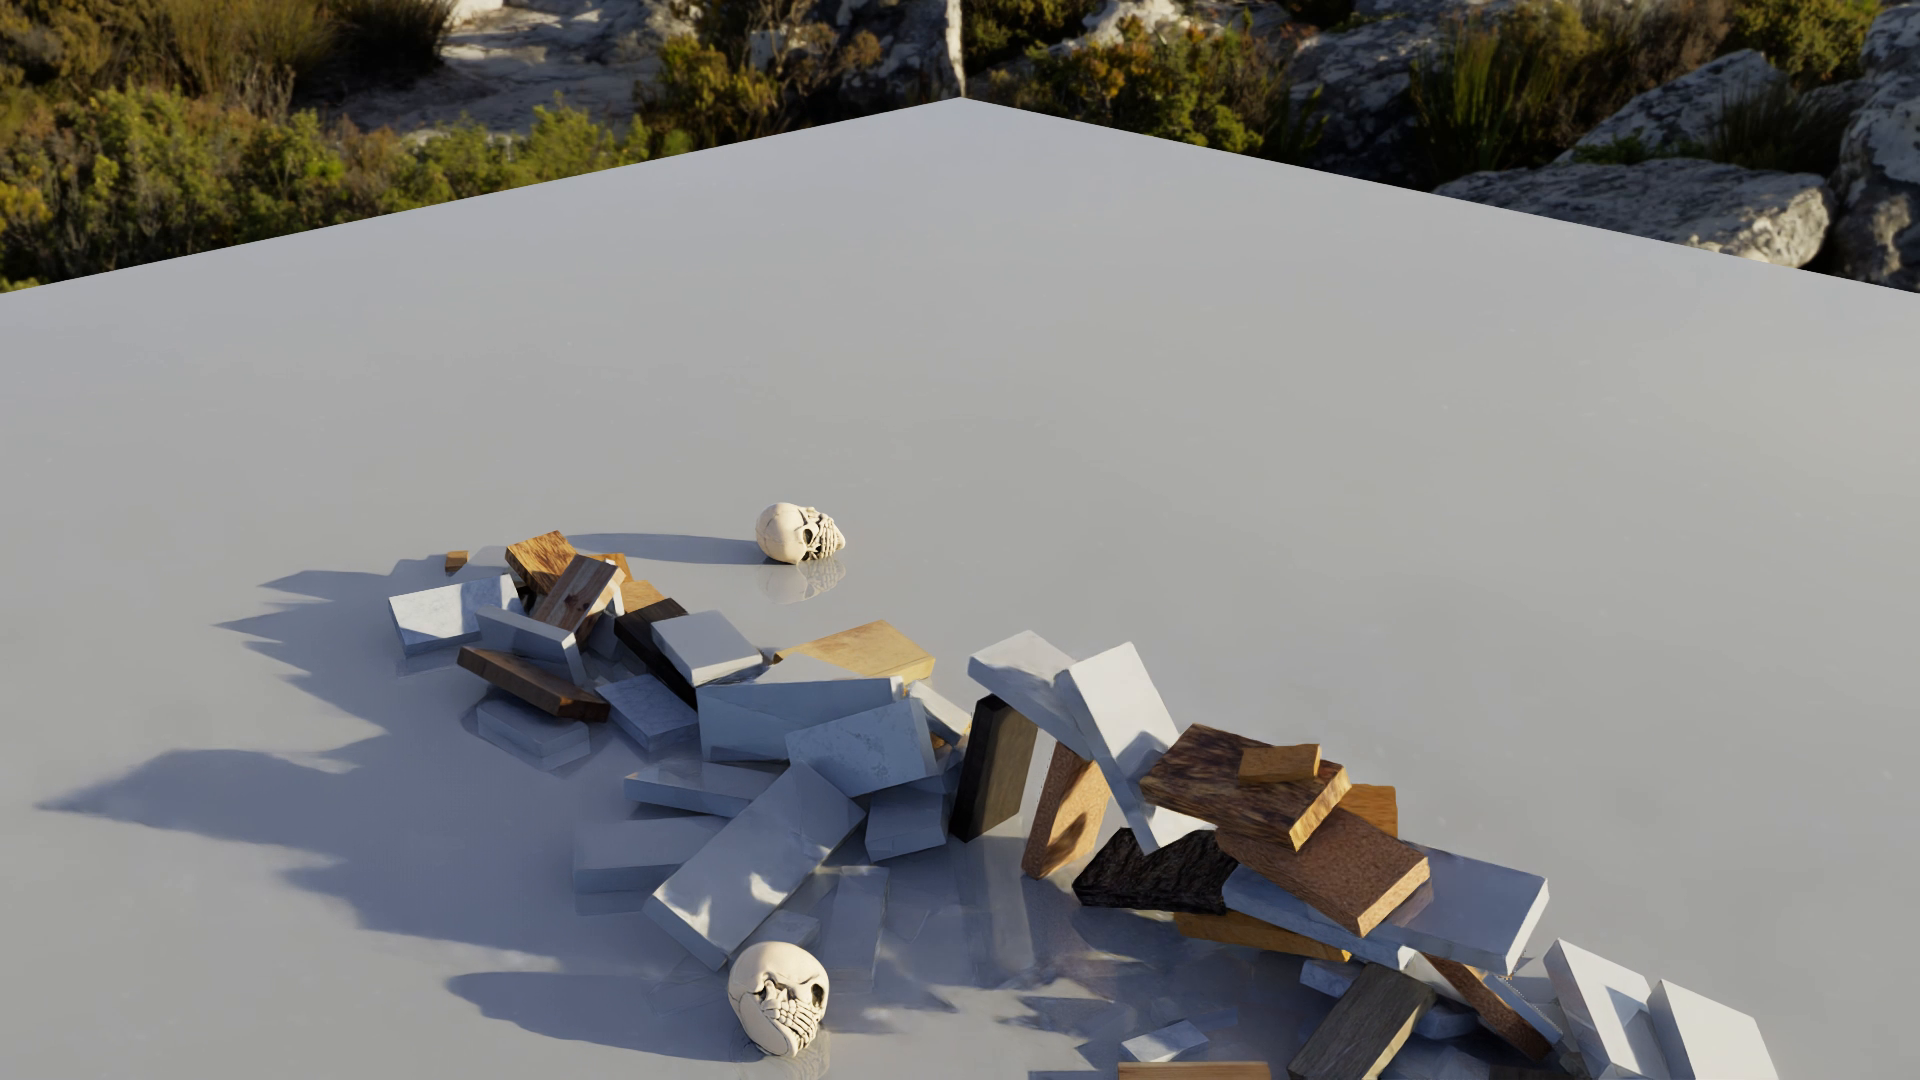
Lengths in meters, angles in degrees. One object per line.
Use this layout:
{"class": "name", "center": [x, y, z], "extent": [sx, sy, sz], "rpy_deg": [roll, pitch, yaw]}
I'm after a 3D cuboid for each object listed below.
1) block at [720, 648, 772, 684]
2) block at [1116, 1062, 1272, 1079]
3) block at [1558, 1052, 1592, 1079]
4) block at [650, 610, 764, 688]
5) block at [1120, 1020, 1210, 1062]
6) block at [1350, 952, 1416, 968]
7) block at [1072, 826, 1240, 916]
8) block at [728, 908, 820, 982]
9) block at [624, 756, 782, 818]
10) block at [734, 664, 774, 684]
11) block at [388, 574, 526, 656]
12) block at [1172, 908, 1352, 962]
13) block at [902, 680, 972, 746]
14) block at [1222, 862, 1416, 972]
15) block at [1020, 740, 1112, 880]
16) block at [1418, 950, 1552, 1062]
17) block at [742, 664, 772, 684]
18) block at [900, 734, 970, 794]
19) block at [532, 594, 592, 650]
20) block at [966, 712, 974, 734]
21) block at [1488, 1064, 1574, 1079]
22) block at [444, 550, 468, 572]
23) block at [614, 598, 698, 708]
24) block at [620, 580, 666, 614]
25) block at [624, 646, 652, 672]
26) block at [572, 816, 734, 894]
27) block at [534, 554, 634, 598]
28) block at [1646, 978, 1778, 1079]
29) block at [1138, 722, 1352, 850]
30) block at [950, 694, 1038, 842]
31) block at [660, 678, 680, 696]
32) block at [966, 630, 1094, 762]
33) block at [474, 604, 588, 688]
{"class": "block", "center": [-0.457, 0.321, 4.845], "extent": [0.312, 0.044, 0.156], "rpy_deg": [34, 38, 29]}
{"class": "block", "center": [0.385, 0.903, 3.587], "extent": [0.248, 0.035, 0.124], "rpy_deg": [0, 23, -1]}
{"class": "block", "center": [1.051, 0.870, 3.592], "extent": [0.150, 0.021, 0.075], "rpy_deg": [10, 28, -40]}
{"class": "block", "center": [-0.558, 0.236, 4.817], "extent": [0.156, 0.044, 0.312], "rpy_deg": [-12, 21, -21]}
{"class": "block", "center": [0.347, 0.856, 3.719], "extent": [0.135, 0.019, 0.068], "rpy_deg": [-12, 26, -27]}
{"class": "block", "center": [0.679, 0.714, 3.963], "extent": [0.274, 0.039, 0.137], "rpy_deg": [6, 5, 18]}
{"class": "block", "center": [0.388, 0.607, 4.056], "extent": [0.346, 0.049, 0.173], "rpy_deg": [-6, 29, 46]}
{"class": "block", "center": [-0.337, 0.735, 3.996], "extent": [0.090, 0.026, 0.181], "rpy_deg": [10, 25, 23]}
{"class": "block", "center": [-0.508, 0.501, 4.449], "extent": [0.312, 0.044, 0.156], "rpy_deg": [6, 14, 29]}
{"class": "block", "center": [-0.376, 0.360, 4.742], "extent": [0.111, 0.031, 0.221], "rpy_deg": [-21, 49, -42]}
{"class": "block", "center": [-1.188, 0.176, 5.208], "extent": [0.292, 0.041, 0.146], "rpy_deg": [-12, 55, -26]}
{"class": "block", "center": [0.570, 0.651, 3.914], "extent": [0.346, 0.049, 0.173], "rpy_deg": [1, 34, 42]}
{"class": "block", "center": [-0.051, 0.348, 4.407], "extent": [0.140, 0.070, 0.020], "rpy_deg": [35, -19, -17]}
{"class": "block", "center": [0.644, 0.609, 3.787], "extent": [0.346, 0.049, 0.173], "rpy_deg": [15, 47, 37]}
{"class": "block", "center": [0.220, 0.489, 4.194], "extent": [0.162, 0.323, 0.046], "rpy_deg": [-21, 47, -41]}
{"class": "block", "center": [0.883, 0.768, 3.752], "extent": [0.137, 0.039, 0.274], "rpy_deg": [38, 5, -39]}
{"class": "block", "center": [-0.351, 0.331, 4.682], "extent": [0.221, 0.031, 0.111], "rpy_deg": [14, 29, 22]}
{"class": "block", "center": [-0.085, 0.442, 4.480], "extent": [0.304, 0.043, 0.152], "rpy_deg": [4, 28, 47]}
{"class": "block", "center": [-0.940, 0.192, 5.193], "extent": [0.176, 0.088, 0.025], "rpy_deg": [17, 0, 35]}
{"class": "block", "center": [-0.012, 0.405, 4.777], "extent": [0.161, 0.023, 0.081], "rpy_deg": [-3, 23, -7]}
{"class": "block", "center": [0.883, 0.938, 3.410], "extent": [0.130, 0.037, 0.261], "rpy_deg": [5, 40, 12]}
{"class": "block", "center": [-1.285, 0.054, 5.616], "extent": [0.050, 0.014, 0.101], "rpy_deg": [-3, 23, -7]}
{"class": "block", "center": [-0.629, 0.253, 4.978], "extent": [0.156, 0.044, 0.312], "rpy_deg": [-22, 46, -38]}
{"class": "block", "center": [-0.751, 0.164, 5.221], "extent": [0.115, 0.033, 0.230], "rpy_deg": [-9, 28, -31]}
{"class": "block", "center": [-0.730, 0.239, 5.156], "extent": [0.115, 0.033, 0.230], "rpy_deg": [-13, 26, -28]}
{"class": "block", "center": [-0.571, 0.606, 4.269], "extent": [0.350, 0.050, 0.175], "rpy_deg": [-3, 23, -7]}
{"class": "block", "center": [-0.932, 0.094, 5.404], "extent": [0.243, 0.034, 0.121], "rpy_deg": [-4, 45, -26]}
{"class": "block", "center": [1.240, 0.866, 3.573], "extent": [0.176, 0.050, 0.353], "rpy_deg": [23, 23, -4]}
{"class": "block", "center": [0.494, 0.427, 3.839], "extent": [0.336, 0.048, 0.168], "rpy_deg": [13, 47, 45]}
{"class": "block", "center": [0.076, 0.430, 4.331], "extent": [0.046, 0.323, 0.162], "rpy_deg": [32, 37, 31]}
{"class": "block", "center": [-0.654, 0.264, 5.029], "extent": [0.115, 0.033, 0.230], "rpy_deg": [-16, 41, -33]}
{"class": "block", "center": [0.184, 0.290, 4.150], "extent": [0.162, 0.046, 0.323], "rpy_deg": [-21, 43, -40]}
{"class": "block", "center": [-0.978, 0.242, 5.009], "extent": [0.274, 0.137, 0.039], "rpy_deg": [15, 42, 31]}
